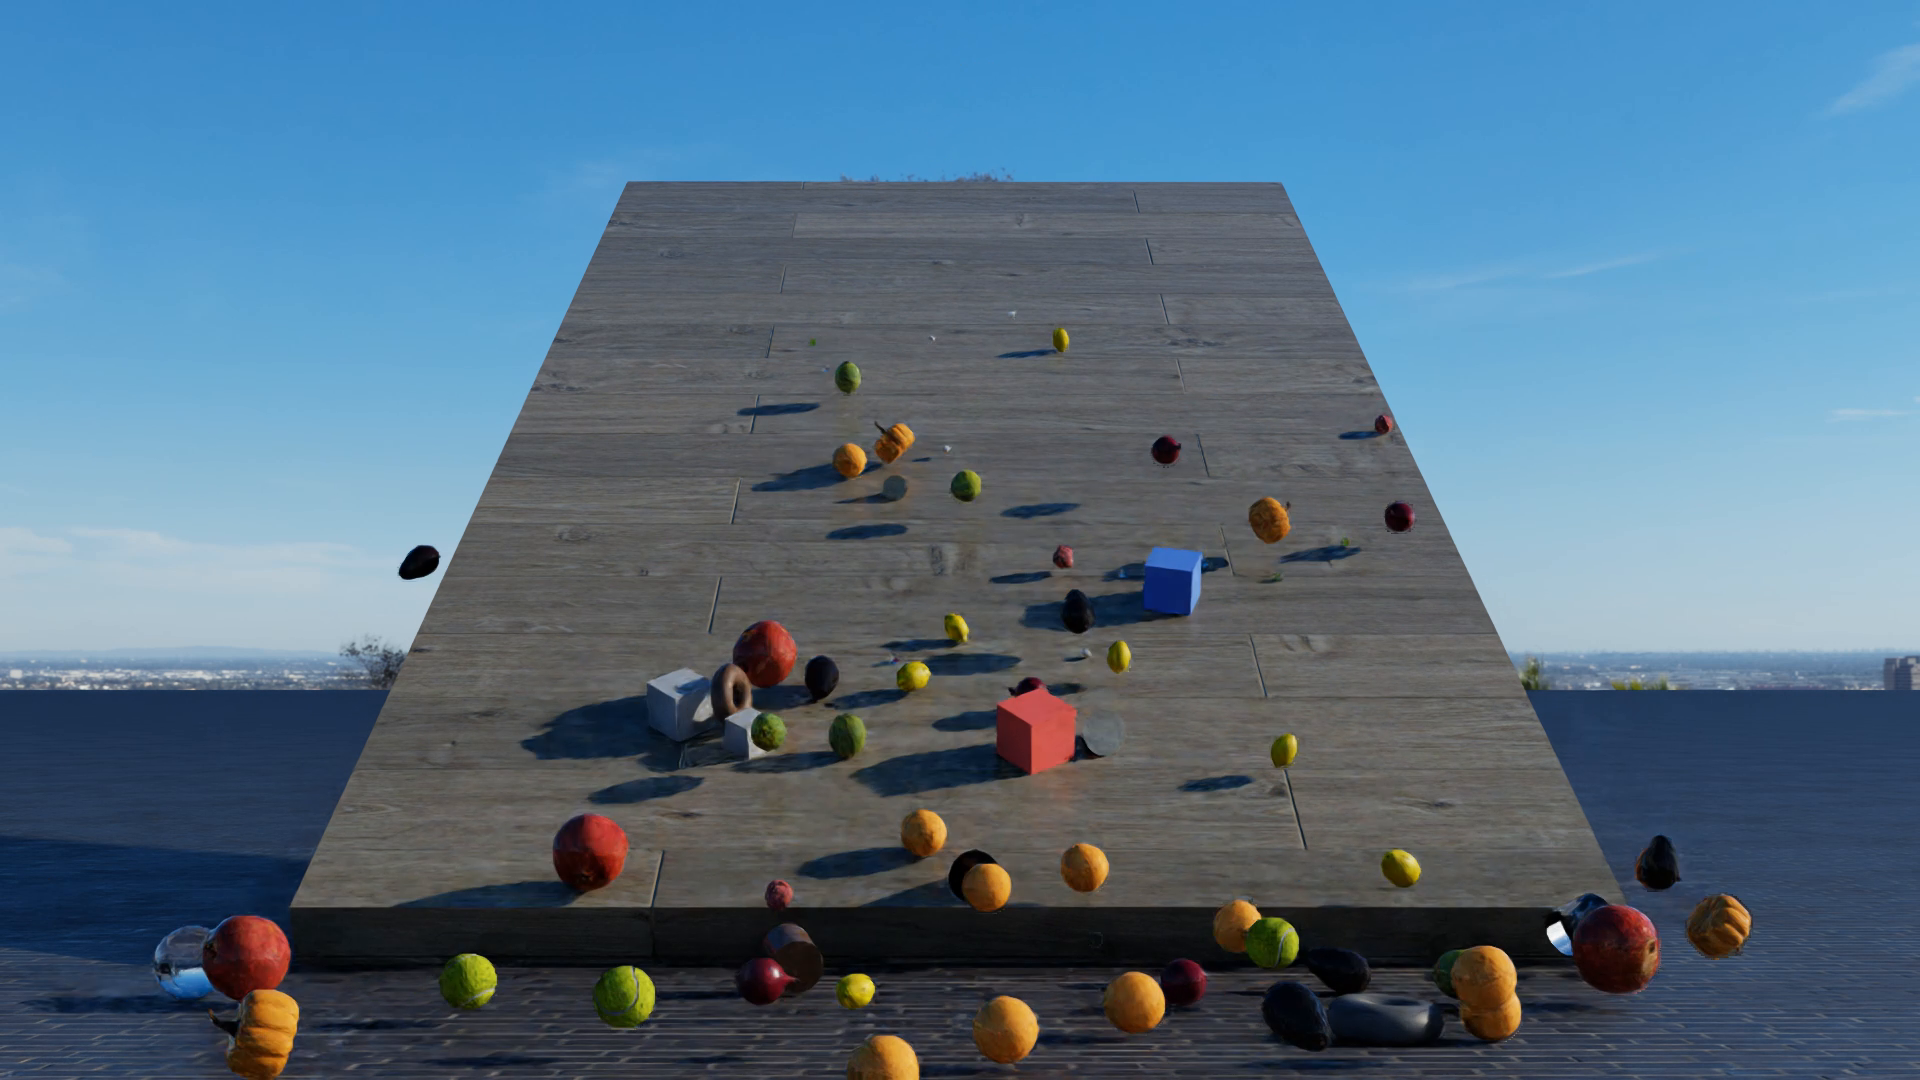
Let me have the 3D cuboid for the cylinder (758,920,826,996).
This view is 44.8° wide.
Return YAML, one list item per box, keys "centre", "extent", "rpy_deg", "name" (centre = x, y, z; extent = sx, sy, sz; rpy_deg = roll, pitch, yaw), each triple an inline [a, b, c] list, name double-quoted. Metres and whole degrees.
- centre: [-0.229, 0.568, 3.169]
  extent: [0.073, 0.073, 0.073]
  rpy_deg: [2, 22, -26]
  name: "cylinder"

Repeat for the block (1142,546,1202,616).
- centre: [0.403, 0.077, 4.415]
  extent: [0.091, 0.091, 0.091]
  rpy_deg: [7, 25, 15]
  name: "block"

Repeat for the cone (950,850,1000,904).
- centre: [0.010, 0.507, 3.527]
  extent: [0.080, 0.080, 0.080]
  rpy_deg: [1, -4, -18]
  name: "cone"

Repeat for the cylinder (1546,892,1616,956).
- centre: [0.900, 0.558, 3.381]
  extent: [0.070, 0.070, 0.070]
  rpy_deg: [-23, 9, -30]
  name: "cylinder"

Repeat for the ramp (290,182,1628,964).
- centre: [-0.008, -0.229, 5.324]
  extent: [2.000, 0.100, 4.000]
  rpy_deg: [0, 24, 0]
  name: "ramp"

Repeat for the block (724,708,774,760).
- centre: [-0.353, 0.324, 3.905]
  extent: [0.057, 0.057, 0.057]
  rpy_deg: [21, 32, 39]
  name: "block"

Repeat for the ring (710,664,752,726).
- centre: [-0.389, 0.267, 3.961]
  extent: [0.038, 0.113, 0.113]
  rpy_deg: [-7, -6, 20]
  name: "ring"

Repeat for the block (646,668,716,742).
- centre: [-0.474, 0.280, 3.971]
  extent: [0.083, 0.083, 0.083]
  rpy_deg: [-20, 31, -38]
  name: "block"

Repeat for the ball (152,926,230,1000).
- centre: [-1.026, 0.564, 3.111]
  extent: [0.098, 0.098, 0.098]
  rpy_deg: [0, -4, 0]
  name: "ball"

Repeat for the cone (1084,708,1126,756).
- centre: [0.226, 0.325, 3.932]
  extent: [0.080, 0.080, 0.080]
  rpy_deg: [2, -5, -23]
  name: "cone"

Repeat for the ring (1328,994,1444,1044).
- centre: [0.506, 0.570, 2.771]
  extent: [0.137, 0.046, 0.137]
  rpy_deg: [4, -2, 0]
  name: "ring"

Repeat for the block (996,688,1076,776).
- centre: [0.126, 0.318, 3.877]
  extent: [0.094, 0.094, 0.094]
  rpy_deg: [-17, 30, -34]
  name: "block"

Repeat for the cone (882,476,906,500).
- centre: [-0.130, -0.107, 4.904]
  extent: [0.053, 0.053, 0.053]
  rpy_deg: [-1, -3, 13]
  name: "cone"
